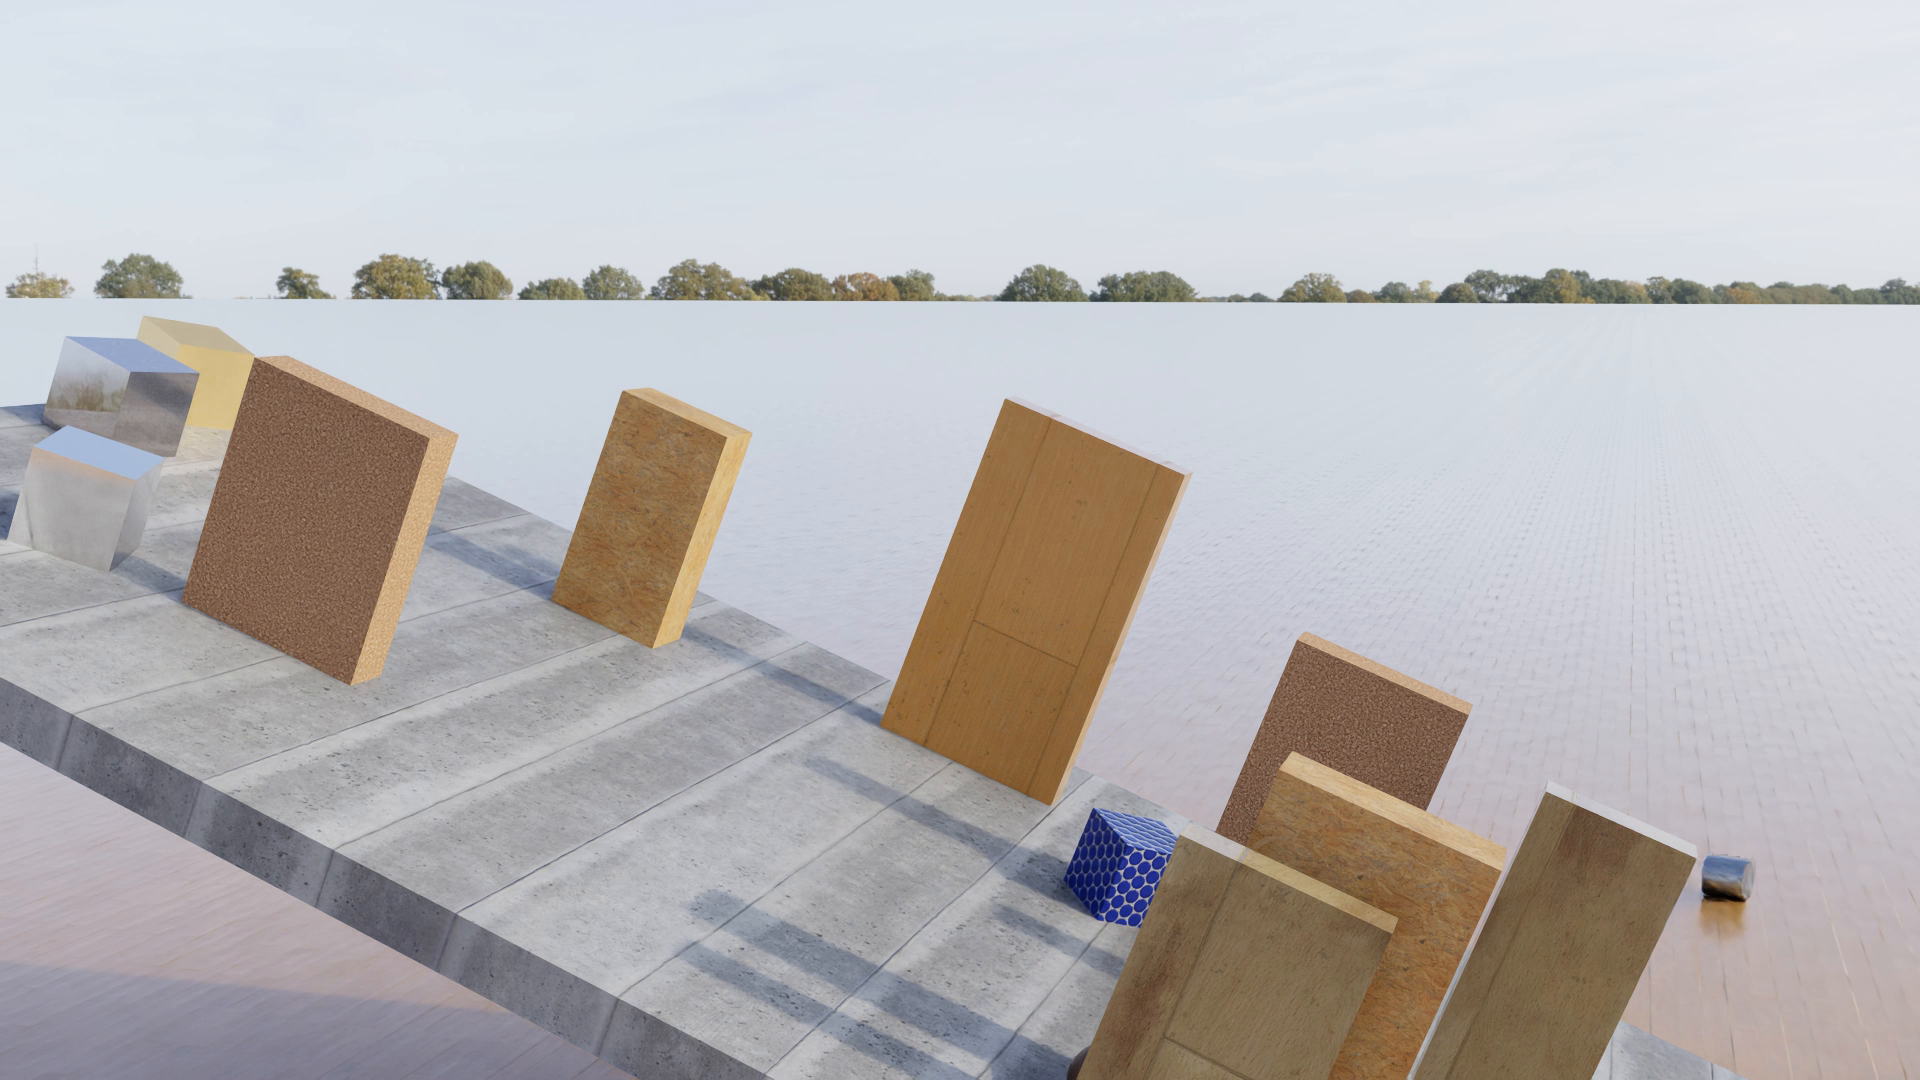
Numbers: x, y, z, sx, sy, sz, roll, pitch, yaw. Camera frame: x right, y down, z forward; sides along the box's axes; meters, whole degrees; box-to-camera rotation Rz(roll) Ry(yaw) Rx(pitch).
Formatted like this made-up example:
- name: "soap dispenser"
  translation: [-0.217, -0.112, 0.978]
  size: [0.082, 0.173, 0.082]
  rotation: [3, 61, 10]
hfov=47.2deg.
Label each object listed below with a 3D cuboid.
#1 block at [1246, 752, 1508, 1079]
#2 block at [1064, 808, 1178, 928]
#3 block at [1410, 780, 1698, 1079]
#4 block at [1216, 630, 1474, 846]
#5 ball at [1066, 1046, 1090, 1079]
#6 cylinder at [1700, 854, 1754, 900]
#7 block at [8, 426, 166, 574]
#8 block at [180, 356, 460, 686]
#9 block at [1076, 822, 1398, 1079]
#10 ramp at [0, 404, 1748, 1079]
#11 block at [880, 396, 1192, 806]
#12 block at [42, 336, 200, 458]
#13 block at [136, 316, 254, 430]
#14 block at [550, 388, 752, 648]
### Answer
- name: "block"
  translation: [0.545, 0.689, 3.383]
  size: [0.353, 0.623, 0.134]
  rotation: [24, 13, 13]
- name: "block"
  translation: [0.332, 0.643, 4.292]
  size: [0.162, 0.162, 0.162]
  rotation: [15, 14, -27]
- name: "block"
  translation: [1.017, 0.762, 3.817]
  size: [0.266, 0.631, 0.089]
  rotation: [24, 13, 13]
- name: "block"
  translation: [0.687, 0.539, 4.201]
  size: [0.342, 0.639, 0.107]
  rotation: [24, 13, 13]
- name: "ball"
  translation: [0.225, 0.838, 3.400]
  size: [0.120, 0.120, 0.120]
  rotation: [0, 7, 0]
- name: "cylinder"
  translation: [2.286, 1.004, 6.549]
  size: [0.118, 0.118, 0.118]
  rotation: [8, 10, 37]
- name: "block"
  translation: [-1.627, -0.078, 4.100]
  size: [0.187, 0.187, 0.187]
  rotation: [19, 13, -8]
- name: "block"
  translation: [-1.166, -0.038, 3.997]
  size: [0.377, 0.483, 0.100]
  rotation: [24, 13, 13]
- name: "block"
  translation: [0.385, 0.722, 3.231]
  size: [0.329, 0.518, 0.080]
  rotation: [24, 13, 13]
- name: "ramp"
  translation: [-0.314, 0.561, 4.199]
  size: [4.000, 0.100, 2.000]
  rotation: [24, 13, 13]
- name: "block"
  translation: [0.158, 0.132, 4.740]
  size: [0.419, 0.778, 0.087]
  rotation: [24, 13, 13]
- name: "block"
  translation: [-1.809, -0.307, 4.742]
  size: [0.199, 0.199, 0.199]
  rotation: [26, 14, 21]
- name: "block"
  translation: [-1.797, -0.388, 5.120]
  size: [0.190, 0.190, 0.190]
  rotation: [31, 16, 38]
- name: "block"
  translation: [-0.674, -0.050, 4.805]
  size: [0.261, 0.498, 0.141]
  rotation: [24, 13, 13]
